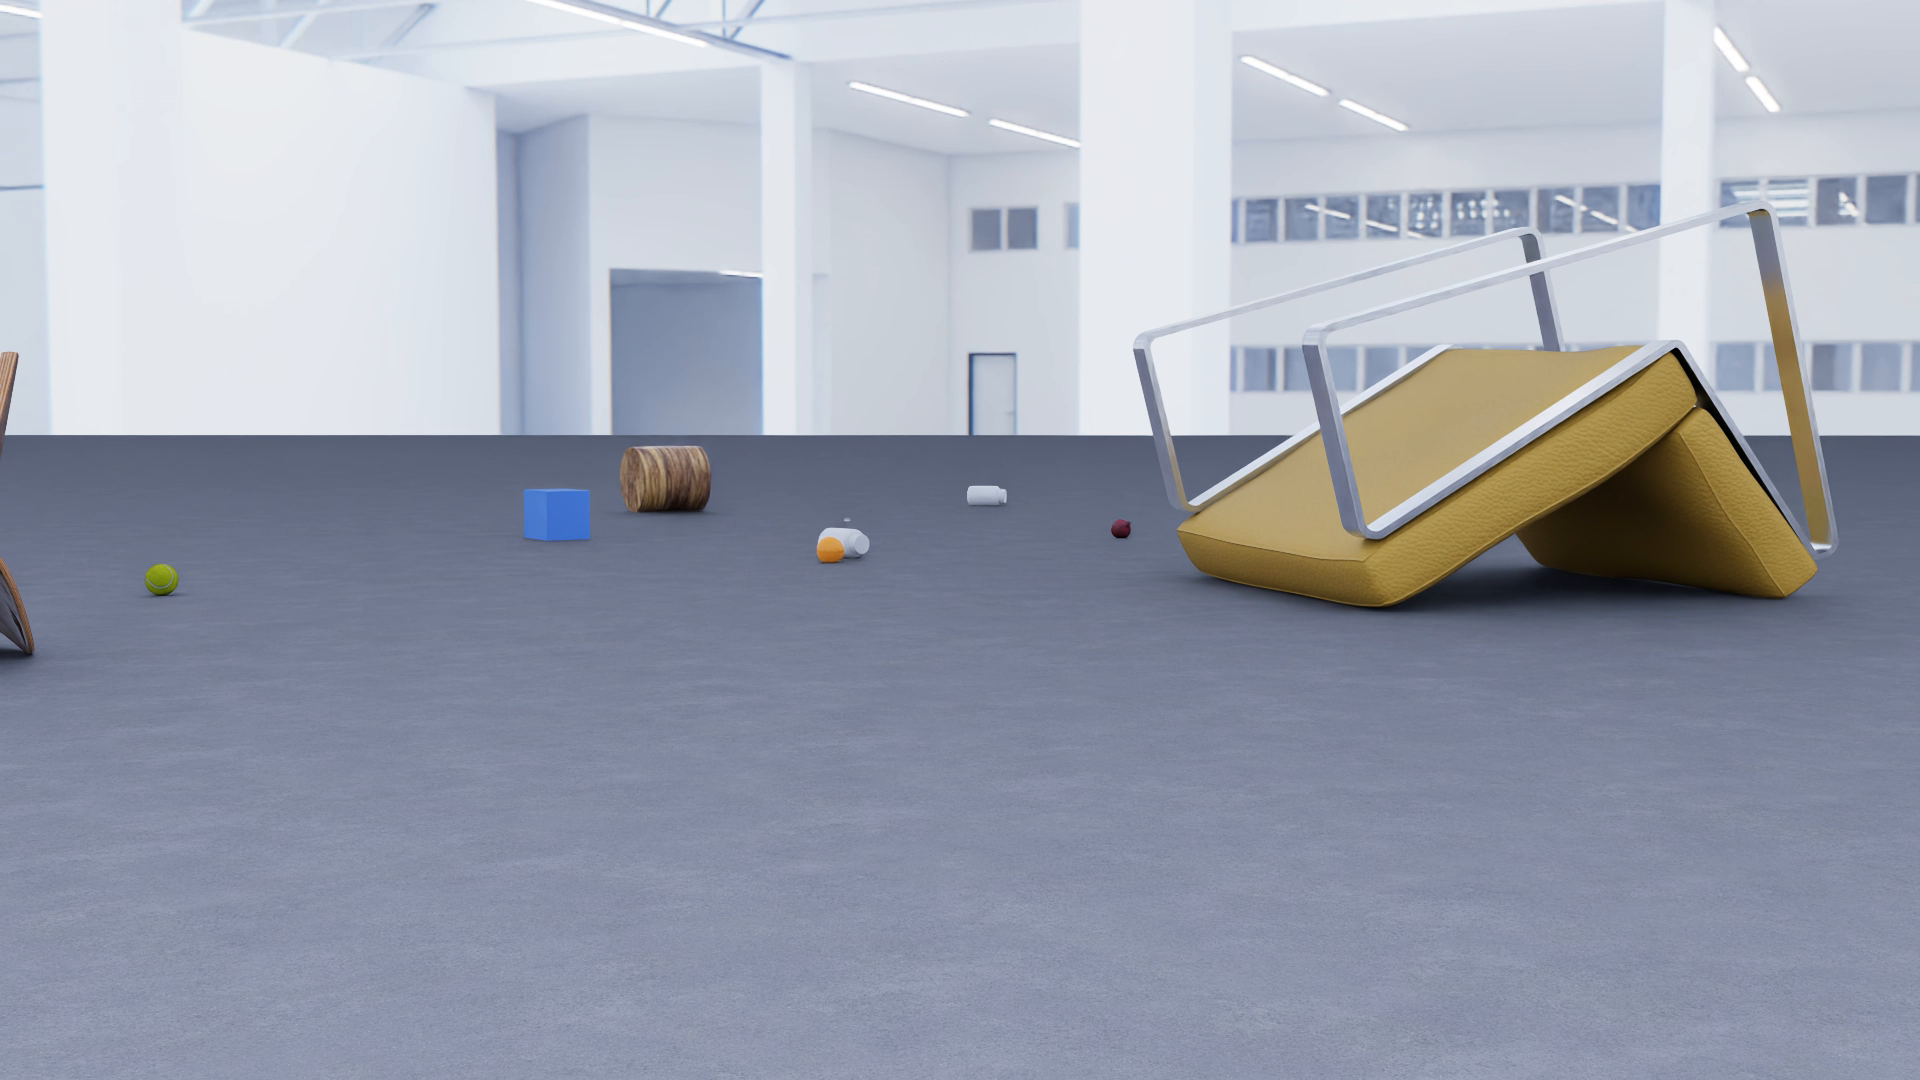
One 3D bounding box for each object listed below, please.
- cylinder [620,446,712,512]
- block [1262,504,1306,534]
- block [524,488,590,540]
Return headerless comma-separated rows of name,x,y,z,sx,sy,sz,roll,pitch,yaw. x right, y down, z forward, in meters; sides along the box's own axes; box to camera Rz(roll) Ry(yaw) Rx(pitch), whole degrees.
cylinder,-1.083,-0.224,8.093,0.270,0.237,0.202,-3,0,-34
block,1.025,-0.067,6.935,0.117,0.081,0.160,1,4,16
block,-1.215,-0.078,6.625,0.138,0.145,0.172,-3,5,-34
